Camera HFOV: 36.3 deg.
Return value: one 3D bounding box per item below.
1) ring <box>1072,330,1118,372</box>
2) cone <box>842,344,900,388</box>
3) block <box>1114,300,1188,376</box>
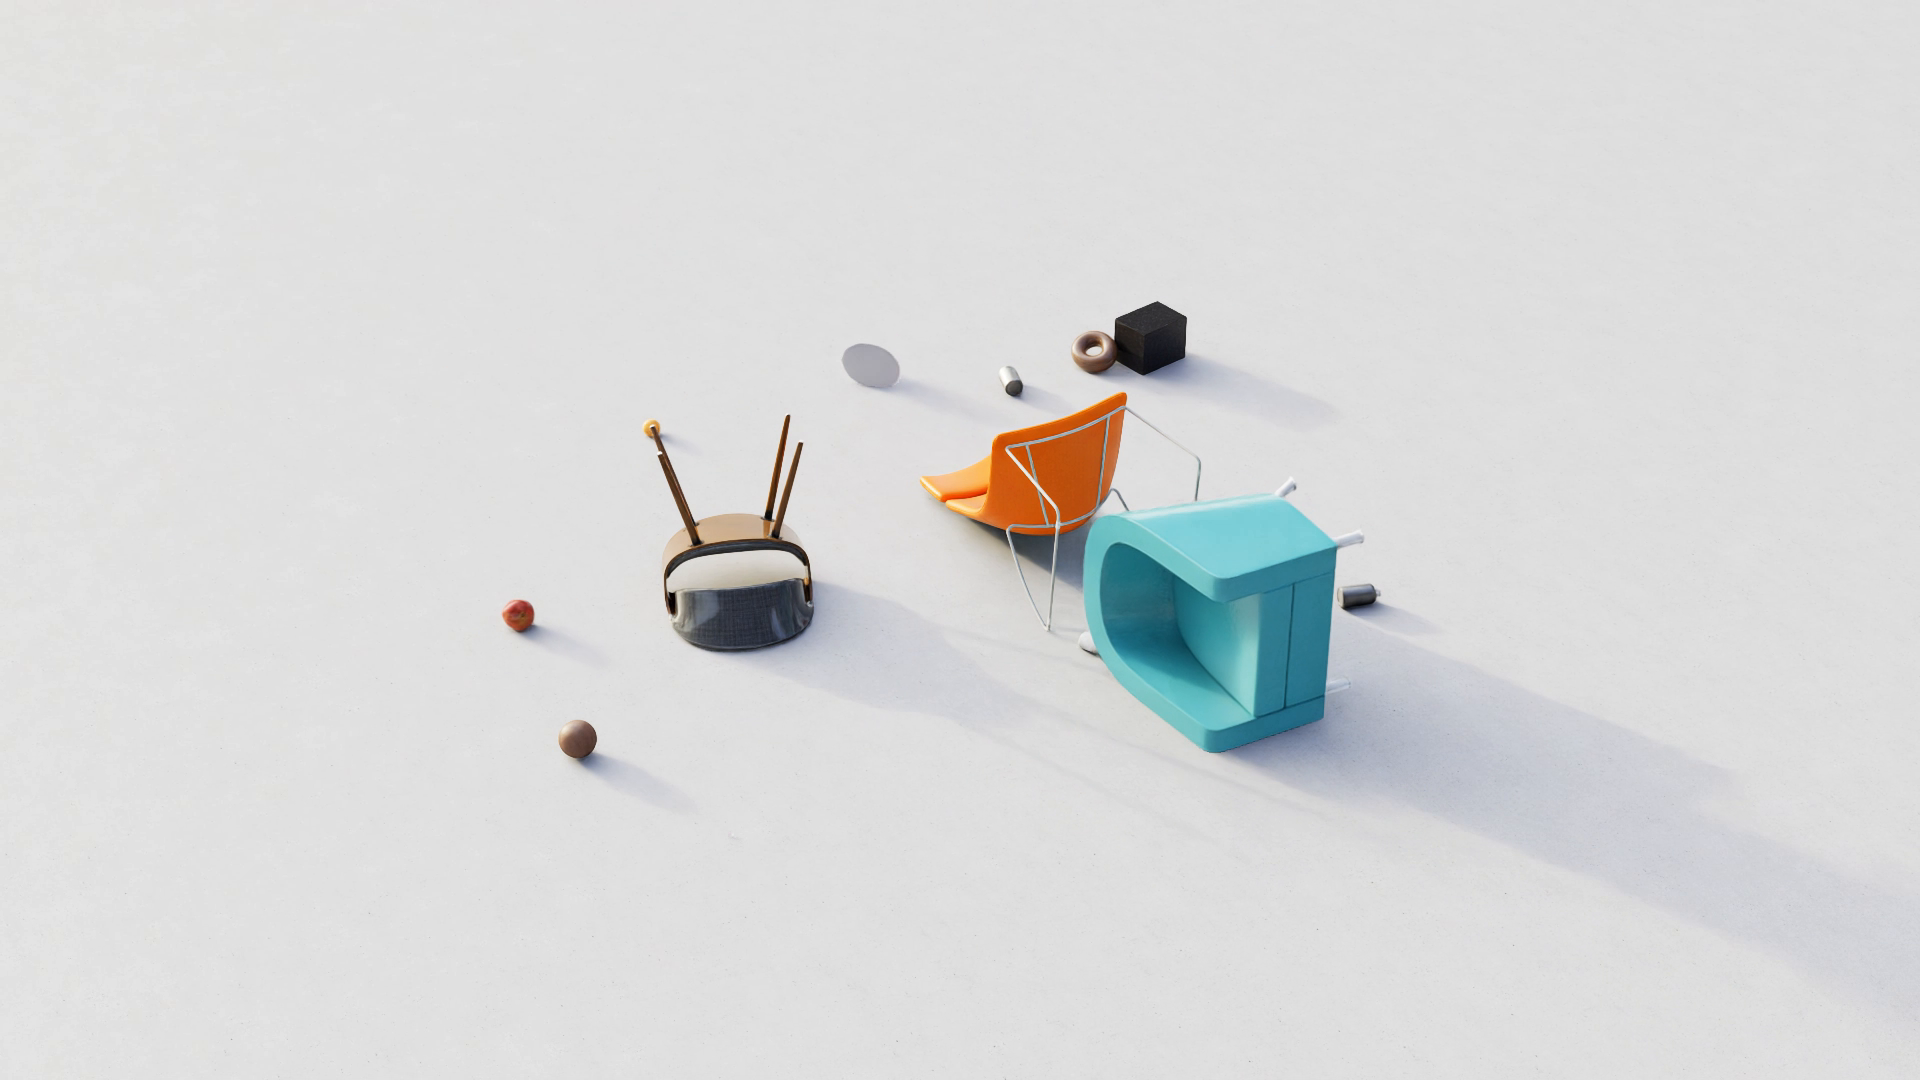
[{"bbox_3d":[0.551,-0.774,12.017,0.187,0.068,0.223,-33,49,-8],"label":"ring"},{"bbox_3d":[-0.342,-0.716,11.960,0.249,0.170,0.175,20,10,10],"label":"cone"},{"bbox_3d":[0.780,-0.828,12.028,0.237,0.190,0.178,-25,41,-32],"label":"block"}]
